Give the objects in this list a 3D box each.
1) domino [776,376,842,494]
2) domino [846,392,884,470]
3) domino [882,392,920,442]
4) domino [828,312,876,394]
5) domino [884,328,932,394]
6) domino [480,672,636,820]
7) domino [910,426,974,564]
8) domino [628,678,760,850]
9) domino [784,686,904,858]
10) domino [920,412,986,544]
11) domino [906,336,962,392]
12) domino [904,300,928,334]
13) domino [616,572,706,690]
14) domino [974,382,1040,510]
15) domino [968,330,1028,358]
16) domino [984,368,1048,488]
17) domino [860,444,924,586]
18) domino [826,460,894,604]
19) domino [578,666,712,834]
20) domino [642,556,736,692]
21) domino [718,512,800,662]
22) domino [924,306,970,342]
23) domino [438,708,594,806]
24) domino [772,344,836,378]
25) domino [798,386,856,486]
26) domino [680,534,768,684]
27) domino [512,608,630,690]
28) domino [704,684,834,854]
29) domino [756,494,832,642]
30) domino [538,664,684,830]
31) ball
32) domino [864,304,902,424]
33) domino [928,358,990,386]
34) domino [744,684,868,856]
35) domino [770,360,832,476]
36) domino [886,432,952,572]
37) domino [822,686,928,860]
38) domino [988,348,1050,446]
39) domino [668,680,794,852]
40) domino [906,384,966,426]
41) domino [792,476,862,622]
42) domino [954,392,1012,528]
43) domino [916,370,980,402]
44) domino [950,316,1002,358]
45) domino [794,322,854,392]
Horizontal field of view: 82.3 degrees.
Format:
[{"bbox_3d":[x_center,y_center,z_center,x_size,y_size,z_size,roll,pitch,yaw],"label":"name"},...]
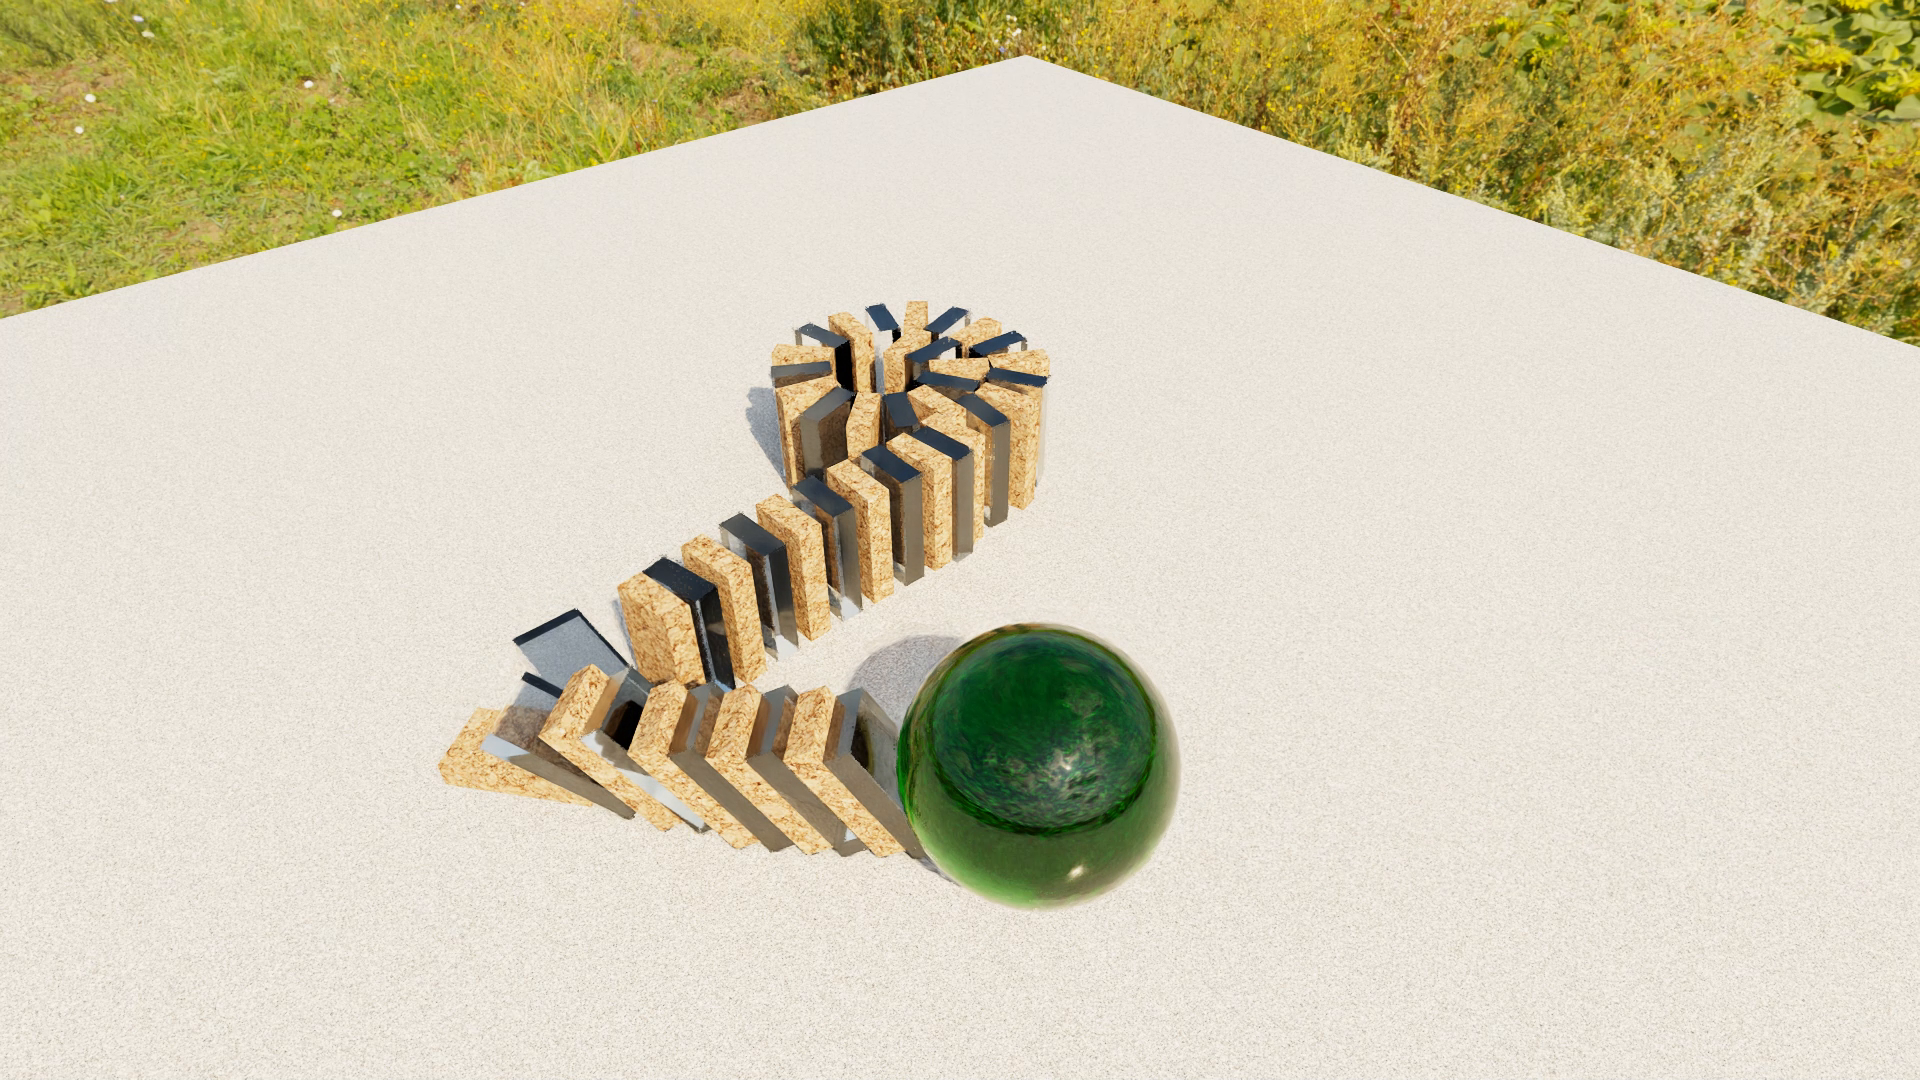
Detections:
[{"bbox_3d":[-0.062,-0.043,0.464,0.025,0.050,0.009,-17,42,-20],"label":"domino"},{"bbox_3d":[-0.038,-0.032,0.451,0.009,0.050,0.025,4,40,5],"label":"domino"},{"bbox_3d":[-0.023,-0.032,0.451,0.010,0.050,0.025,-10,40,-12],"label":"domino"},{"bbox_3d":[-0.049,-0.076,0.505,0.010,0.050,0.025,-22,44,-25],"label":"domino"},{"bbox_3d":[-0.023,-0.066,0.493,0.009,0.050,0.025,19,43,21],"label":"domino"},{"bbox_3d":[-0.119,0.064,0.343,0.050,0.009,0.025,32,38,-18],"label":"domino"},{"bbox_3d":[-0.007,-0.018,0.433,0.025,0.050,0.009,30,48,32],"label":"domino"},{"bbox_3d":[-0.076,0.068,0.331,0.009,0.050,0.025,-23,34,21],"label":"domino"},{"bbox_3d":[-0.032,0.069,0.328,0.010,0.050,0.025,-22,34,21],"label":"domino"},{"bbox_3d":[-0.003,-0.024,0.440,0.025,0.050,0.009,29,48,31],"label":"domino"},{"bbox_3d":[-0.011,-0.062,0.488,0.009,0.050,0.025,32,49,33],"label":"domino"},{"bbox_3d":[-0.020,-0.083,0.513,0.009,0.050,0.025,1,39,2],"label":"domino"},{"bbox_3d":[-0.098,0.037,0.366,0.025,0.050,0.010,29,47,30],"label":"domino"},{"bbox_3d":[0.019,-0.039,0.459,0.025,0.050,0.009,21,44,24],"label":"domino"},{"bbox_3d":[0.017,-0.066,0.492,0.025,0.050,0.009,-25,45,-27],"label":"domino"},{"bbox_3d":[0.023,-0.048,0.470,0.025,0.050,0.010,13,41,15],"label":"domino"},{"bbox_3d":[-0.026,-0.009,0.423,0.009,0.050,0.025,-29,47,-30],"label":"domino"},{"bbox_3d":[-0.037,-0.003,0.415,0.010,0.050,0.025,-29,47,-31],"label":"domino"},{"bbox_3d":[-0.090,0.064,0.336,0.009,0.050,0.025,-27,30,28],"label":"domino"},{"bbox_3d":[-0.091,0.032,0.373,0.025,0.050,0.010,25,45,27],"label":"domino"},{"bbox_3d":[-0.071,0.017,0.390,0.025,0.050,0.010,32,49,33],"label":"domino"},{"bbox_3d":[-0.006,-0.079,0.508,0.010,0.050,0.025,21,44,24],"label":"domino"},{"bbox_3d":[-0.139,0.070,0.358,0.050,0.010,0.025,6,40,8],"label":"domino"},{"bbox_3d":[-0.067,-0.062,0.487,0.025,0.050,0.010,6,40,7],"label":"domino"},{"bbox_3d":[-0.053,-0.035,0.454,0.009,0.050,0.025,22,44,25],"label":"domino"},{"bbox_3d":[-0.081,0.024,0.382,0.025,0.050,0.009,29,47,30],"label":"domino"},{"bbox_3d":[-0.134,0.046,0.388,0.025,0.009,0.050,-30,48,-31],"label":"domino"},{"bbox_3d":[-0.054,0.069,0.329,0.010,0.050,0.025,-23,34,21],"label":"domino"},{"bbox_3d":[-0.060,0.010,0.399,0.009,0.050,0.025,-32,49,-33],"label":"domino"},{"bbox_3d":[-0.102,0.064,0.337,0.009,0.050,0.025,-27,30,28],"label":"domino"},{"bbox_3d":[0.022,0.063,0.311,0.080,0.080,0.080,0,39,0],"label":"ball"},{"bbox_3d":[-0.035,-0.081,0.510,0.010,0.050,0.025,-13,41,-16],"label":"domino"},{"bbox_3d":[0.000,-0.054,0.478,0.025,0.050,0.009,-3,39,-3],"label":"domino"},{"bbox_3d":[-0.043,0.069,0.328,0.010,0.050,0.025,-22,34,21],"label":"domino"},{"bbox_3d":[-0.066,-0.052,0.475,0.025,0.050,0.010,-7,40,-8],"label":"domino"},{"bbox_3d":[-0.016,-0.014,0.429,0.025,0.050,0.009,30,48,32],"label":"domino"},{"bbox_3d":[-0.021,0.070,0.328,0.010,0.050,0.025,-22,34,21],"label":"domino"},{"bbox_3d":[0.025,-0.058,0.482,0.025,0.050,0.009,-9,40,-10],"label":"domino"},{"bbox_3d":[-0.065,0.068,0.330,0.009,0.050,0.025,-23,34,21],"label":"domino"},{"bbox_3d":[-0.010,-0.036,0.456,0.009,0.050,0.025,-30,48,-32],"label":"domino"},{"bbox_3d":[-0.049,0.004,0.407,0.009,0.050,0.025,-30,48,-31],"label":"domino"},{"bbox_3d":[0.009,-0.032,0.451,0.009,0.050,0.025,-25,46,-27],"label":"domino"},{"bbox_3d":[-0.005,-0.046,0.468,0.025,0.050,0.009,12,41,15],"label":"domino"},{"bbox_3d":[0.007,-0.074,0.501,0.010,0.050,0.025,29,48,31],"label":"domino"},{"bbox_3d":[-0.060,-0.070,0.497,0.025,0.050,0.010,28,47,30],"label":"domino"}]
